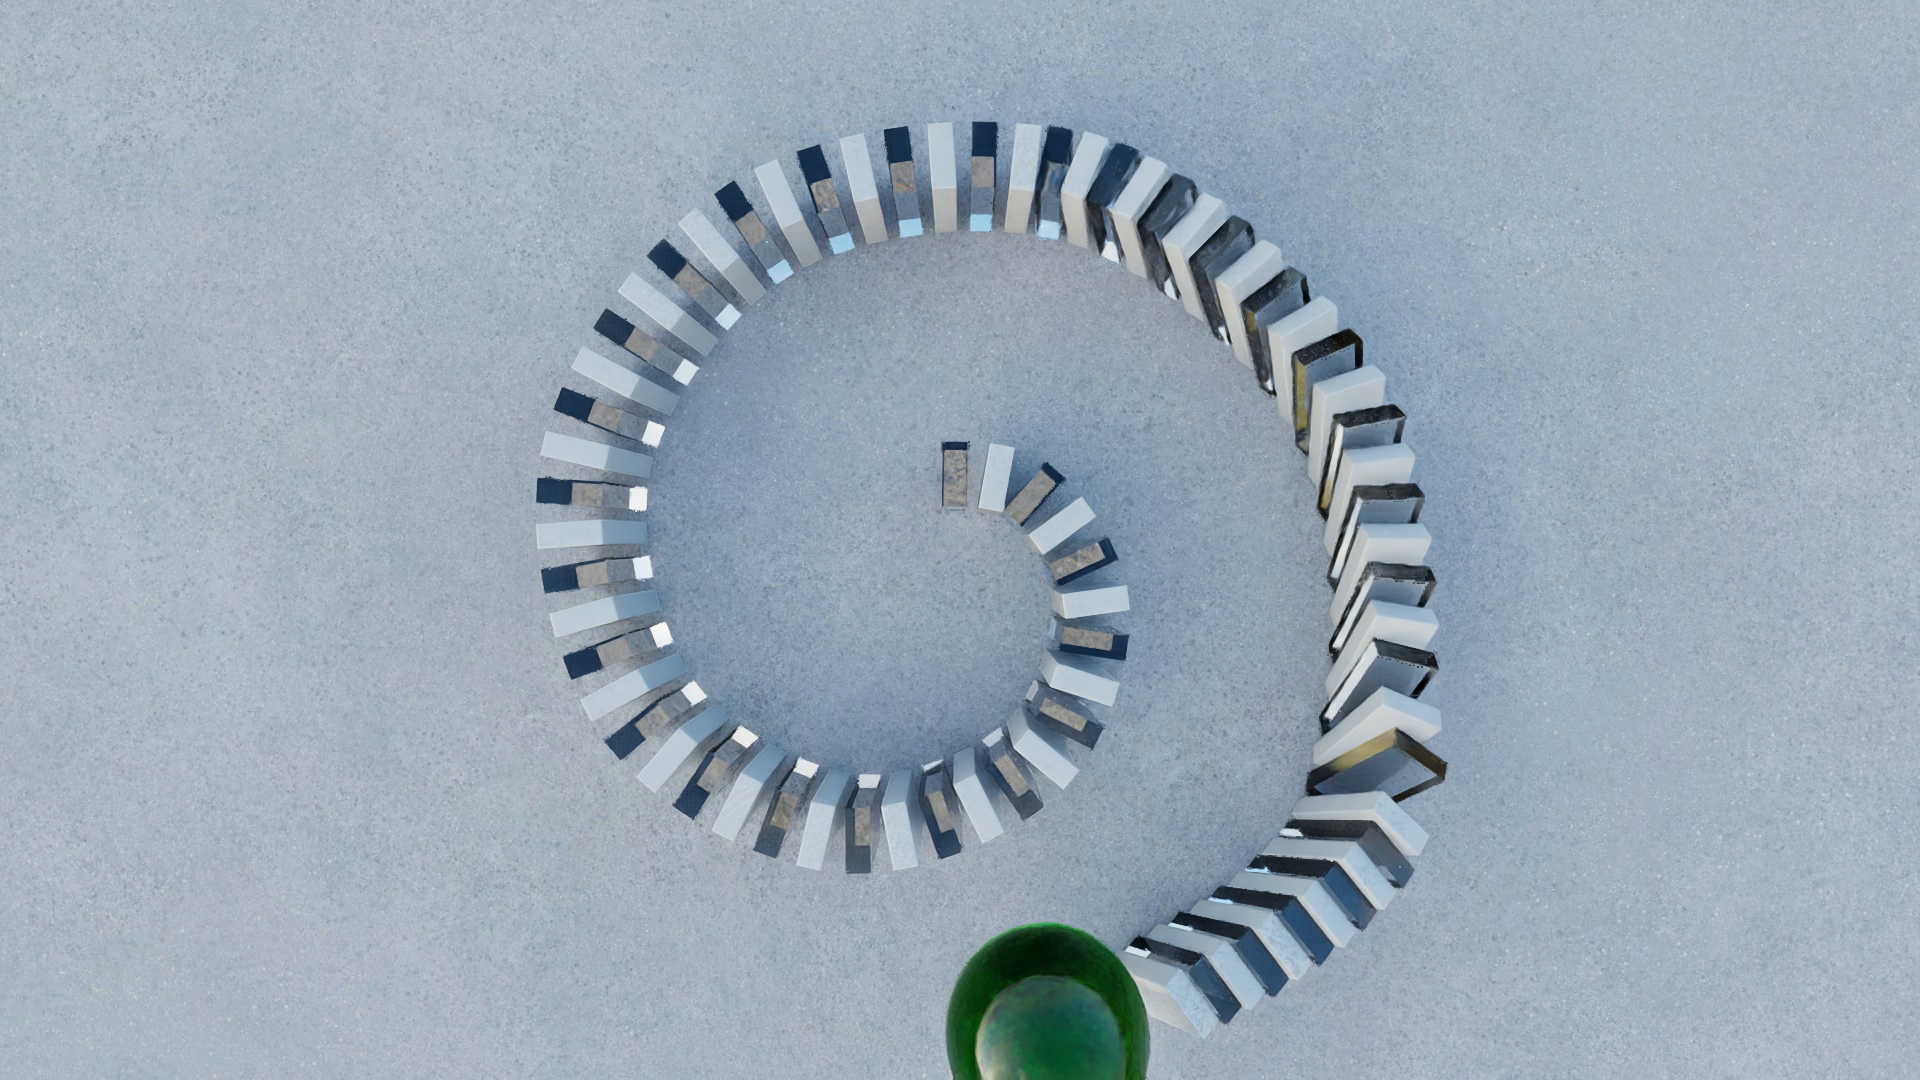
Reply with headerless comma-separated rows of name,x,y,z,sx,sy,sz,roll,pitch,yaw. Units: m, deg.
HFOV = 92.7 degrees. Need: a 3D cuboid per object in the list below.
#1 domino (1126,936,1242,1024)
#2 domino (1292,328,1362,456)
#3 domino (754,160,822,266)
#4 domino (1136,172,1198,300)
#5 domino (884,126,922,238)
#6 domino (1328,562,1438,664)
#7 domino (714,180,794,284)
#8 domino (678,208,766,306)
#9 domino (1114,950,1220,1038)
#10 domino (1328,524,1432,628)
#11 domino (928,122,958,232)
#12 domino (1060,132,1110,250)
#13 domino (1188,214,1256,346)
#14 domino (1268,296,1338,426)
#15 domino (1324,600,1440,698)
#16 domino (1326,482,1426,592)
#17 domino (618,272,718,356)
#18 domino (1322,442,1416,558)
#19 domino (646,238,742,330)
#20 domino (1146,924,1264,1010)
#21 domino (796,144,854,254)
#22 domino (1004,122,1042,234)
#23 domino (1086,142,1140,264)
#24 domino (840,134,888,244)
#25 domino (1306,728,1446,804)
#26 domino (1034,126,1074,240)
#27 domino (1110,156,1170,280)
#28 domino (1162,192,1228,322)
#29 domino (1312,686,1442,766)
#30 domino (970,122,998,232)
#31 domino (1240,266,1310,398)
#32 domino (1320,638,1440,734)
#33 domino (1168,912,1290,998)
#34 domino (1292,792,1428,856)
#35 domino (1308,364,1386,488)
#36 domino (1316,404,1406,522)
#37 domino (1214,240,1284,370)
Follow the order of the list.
domino,0.090,0.179,0.375,0.010,0.050,0.025,-37,90,-25
domino,0.152,-0.060,0.379,0.025,0.010,0.050,-24,135,0
domino,-0.069,-0.132,0.375,0.009,0.050,0.025,-24,90,0
domino,0.089,-0.123,0.376,0.010,0.050,0.025,37,90,28
domino,-0.023,-0.145,0.375,0.009,0.050,0.025,-8,90,0
domino,0.174,0.032,0.380,0.025,0.009,0.050,5,130,0
domino,-0.083,-0.124,0.375,0.009,0.050,0.025,-34,90,0
domino,-0.096,-0.115,0.375,0.009,0.050,0.025,-41,90,0
domino,0.081,0.185,0.375,0.010,0.050,0.025,-37,90,-25
domino,0.173,0.016,0.380,0.025,0.009,0.050,0,130,0
domino,-0.007,-0.147,0.375,0.010,0.050,0.025,-4,90,0
domino,0.052,-0.141,0.375,0.010,0.050,0.025,23,90,12
domino,0.111,-0.106,0.377,0.025,0.050,0.009,-45,53,0
domino,0.143,-0.073,0.379,0.025,0.050,0.010,-30,46,0
domino,0.174,0.048,0.381,0.025,0.009,0.050,9,129,0
domino,0.172,0.000,0.380,0.025,0.009,0.050,-3,131,0
domino,-0.118,-0.091,0.375,0.025,0.050,0.009,38,90,0
domino,0.169,-0.016,0.380,0.025,0.010,0.050,-7,131,0
domino,-0.108,-0.103,0.375,0.025,0.050,0.009,43,90,0
domino,0.099,0.174,0.375,0.010,0.050,0.025,-37,90,-25
domino,-0.054,-0.138,0.375,0.010,0.050,0.025,-18,90,0
domino,0.025,-0.146,0.375,0.009,0.050,0.025,6,90,0
domino,0.065,-0.136,0.375,0.009,0.050,0.025,29,90,17
domino,-0.039,-0.142,0.375,0.010,0.050,0.025,-13,90,0
domino,0.171,0.098,0.378,0.025,0.050,0.009,36,46,-2
domino,0.039,-0.145,0.375,0.010,0.050,0.025,13,90,6
domino,0.077,-0.130,0.375,0.009,0.050,0.025,34,90,23
domino,0.100,-0.115,0.376,0.025,0.050,0.010,-49,57,0
domino,0.171,0.082,0.379,0.025,0.050,0.009,23,47,0
domino,0.009,-0.147,0.375,0.009,0.050,0.025,1,90,0
domino,0.133,-0.085,0.378,0.025,0.050,0.010,-37,48,0
domino,0.173,0.064,0.381,0.025,0.010,0.050,14,129,0
domino,0.108,0.169,0.375,0.009,0.050,0.025,-37,90,-25
domino,0.162,0.116,0.375,0.025,0.050,0.010,44,65,-1
domino,0.159,-0.046,0.379,0.025,0.010,0.050,-17,133,0
domino,0.165,-0.031,0.380,0.025,0.009,0.050,-10,132,0
domino,0.123,-0.096,0.378,0.025,0.050,0.010,-41,50,0
